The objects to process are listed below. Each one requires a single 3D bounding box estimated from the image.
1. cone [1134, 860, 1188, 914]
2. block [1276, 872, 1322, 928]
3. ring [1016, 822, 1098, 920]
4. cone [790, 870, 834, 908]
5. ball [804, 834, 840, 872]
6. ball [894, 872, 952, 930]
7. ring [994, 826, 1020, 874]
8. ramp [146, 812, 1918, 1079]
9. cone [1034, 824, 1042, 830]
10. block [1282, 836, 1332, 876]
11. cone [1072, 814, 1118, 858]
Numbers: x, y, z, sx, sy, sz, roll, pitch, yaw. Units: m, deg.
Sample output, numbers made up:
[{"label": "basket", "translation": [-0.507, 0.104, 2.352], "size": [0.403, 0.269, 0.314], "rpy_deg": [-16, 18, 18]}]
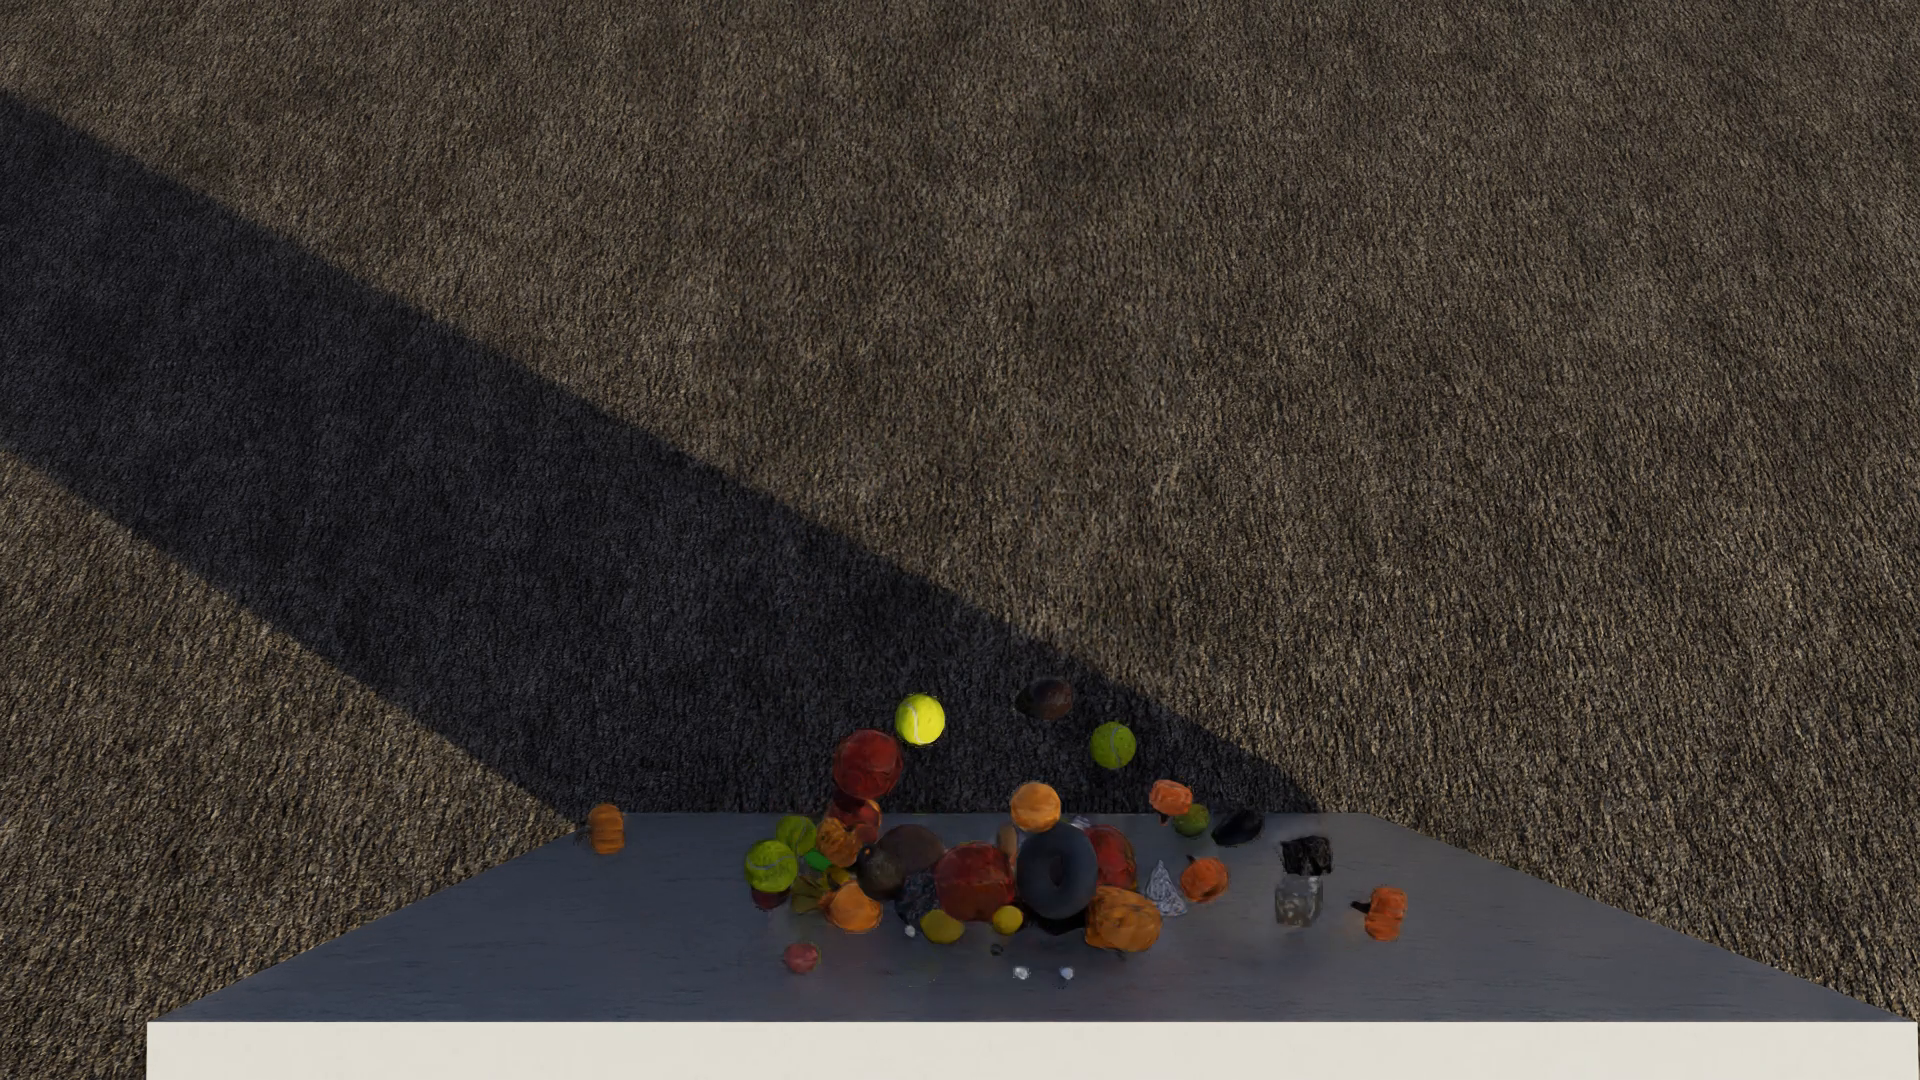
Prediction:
[{"label": "cone", "translation": [0.324, 0.559, 4.216], "size": [0.088, 0.088, 0.088], "rpy_deg": [0, -3, 0]}, {"label": "block", "translation": [0.503, 0.534, 3.861], "size": [0.054, 0.054, 0.054], "rpy_deg": [6, 26, 23]}, {"label": "ring", "translation": [0.136, 0.464, 3.655], "size": [0.046, 0.137, 0.137], "rpy_deg": [7, 23, -47]}, {"label": "cone", "translation": [-0.224, 0.572, 4.151], "size": [0.066, 0.066, 0.066], "rpy_deg": [27, 45, 27]}, {"label": "ball", "translation": [-0.267, 0.606, 5.037], "size": [0.070, 0.070, 0.070], "rpy_deg": [0, 37, 0]}, {"label": "ball", "translation": [-0.055, 0.546, 3.938], "size": [0.088, 0.088, 0.088], "rpy_deg": [0, 37, 0]}, {"label": "ring", "translation": [0.081, 0.544, 4.580], "size": [0.029, 0.088, 0.088], "rpy_deg": [16, 36, -8]}, {"label": "ramp", "translation": [0.082, 0.686, 4.936], "size": [2.000, 0.100, 4.000], "rpy_deg": [0, -3, 0]}, {"label": "cone", "translation": [0.151, 0.643, 5.450], "size": [0.072, 0.072, 0.072], "rpy_deg": [-27, 44, -18]}, {"label": "block", "translation": [0.641, 0.586, 4.807], "size": [0.064, 0.064, 0.064], "rpy_deg": [-9, 0, -18]}, {"label": "cone", "translation": [0.250, 0.564, 4.782], "size": [0.096, 0.096, 0.096], "rpy_deg": [19, 41, 20]}]
